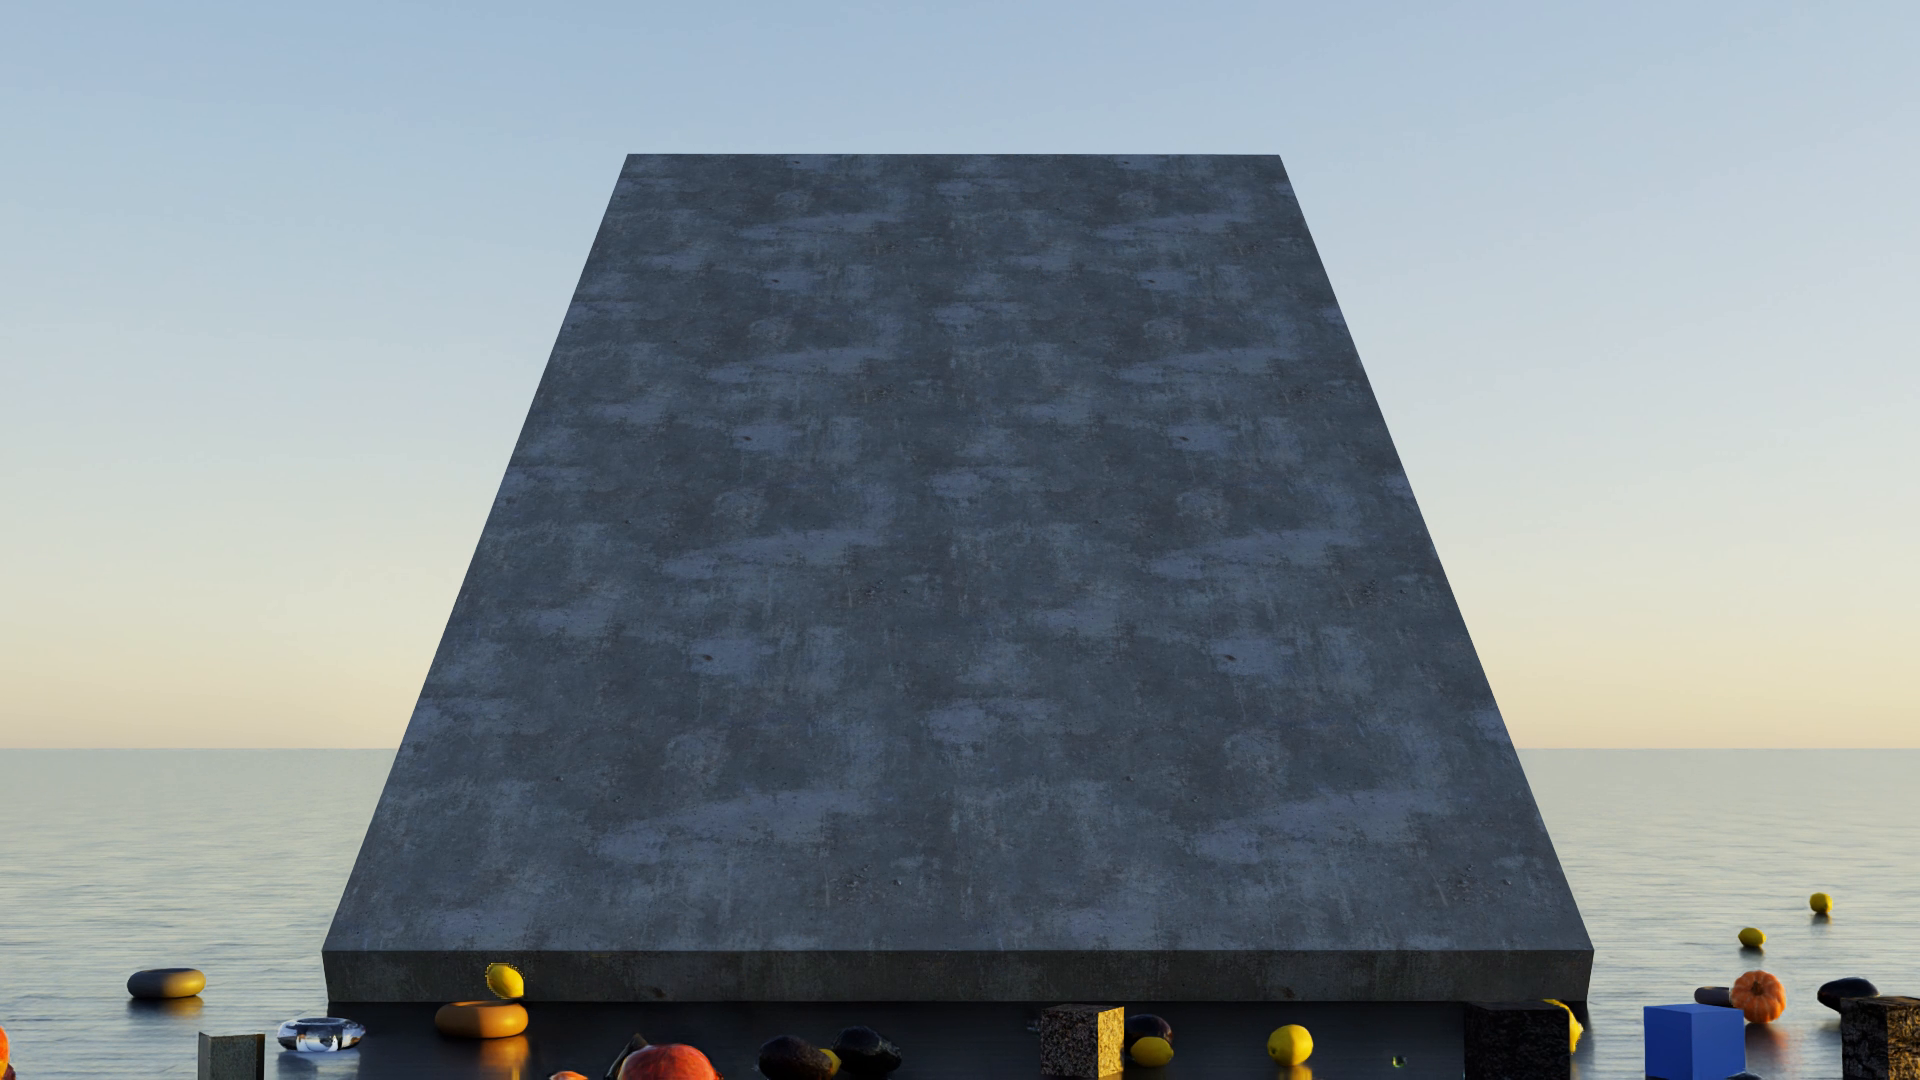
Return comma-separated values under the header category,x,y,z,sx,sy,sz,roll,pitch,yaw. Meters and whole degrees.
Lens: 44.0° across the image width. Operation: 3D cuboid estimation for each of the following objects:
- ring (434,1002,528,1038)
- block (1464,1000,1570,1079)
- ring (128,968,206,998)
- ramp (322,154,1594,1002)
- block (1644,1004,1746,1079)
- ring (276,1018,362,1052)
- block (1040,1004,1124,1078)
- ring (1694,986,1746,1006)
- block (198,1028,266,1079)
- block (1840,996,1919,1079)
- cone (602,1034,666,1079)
category,x,y,z,sx,sy,sz,roll,pitch,yaw
ring,-0.674,0.676,3.348,0.130,0.043,0.130,1,-6,0
block,0.665,0.606,2.841,0.097,0.097,0.097,1,-5,-6
ring,-1.291,0.721,3.863,0.122,0.041,0.122,-1,-5,0
ramp,-0.011,-0.226,5.531,2.000,0.100,4.000,0,27,0
block,0.905,0.619,2.925,0.084,0.084,0.084,2,-5,-25
ring,-0.863,0.666,3.199,0.111,0.037,0.111,1,-5,0
block,0.153,0.626,2.970,0.079,0.079,0.079,-3,-5,27
ring,1.191,0.716,3.722,0.078,0.026,0.078,1,-4,0
block,-0.874,0.623,2.848,0.063,0.063,0.063,3,-6,-30
block,1.156,0.615,2.930,0.092,0.092,0.092,1,-5,-15
cone,-0.392,0.626,2.731,0.085,0.085,0.085,-27,-7,4
